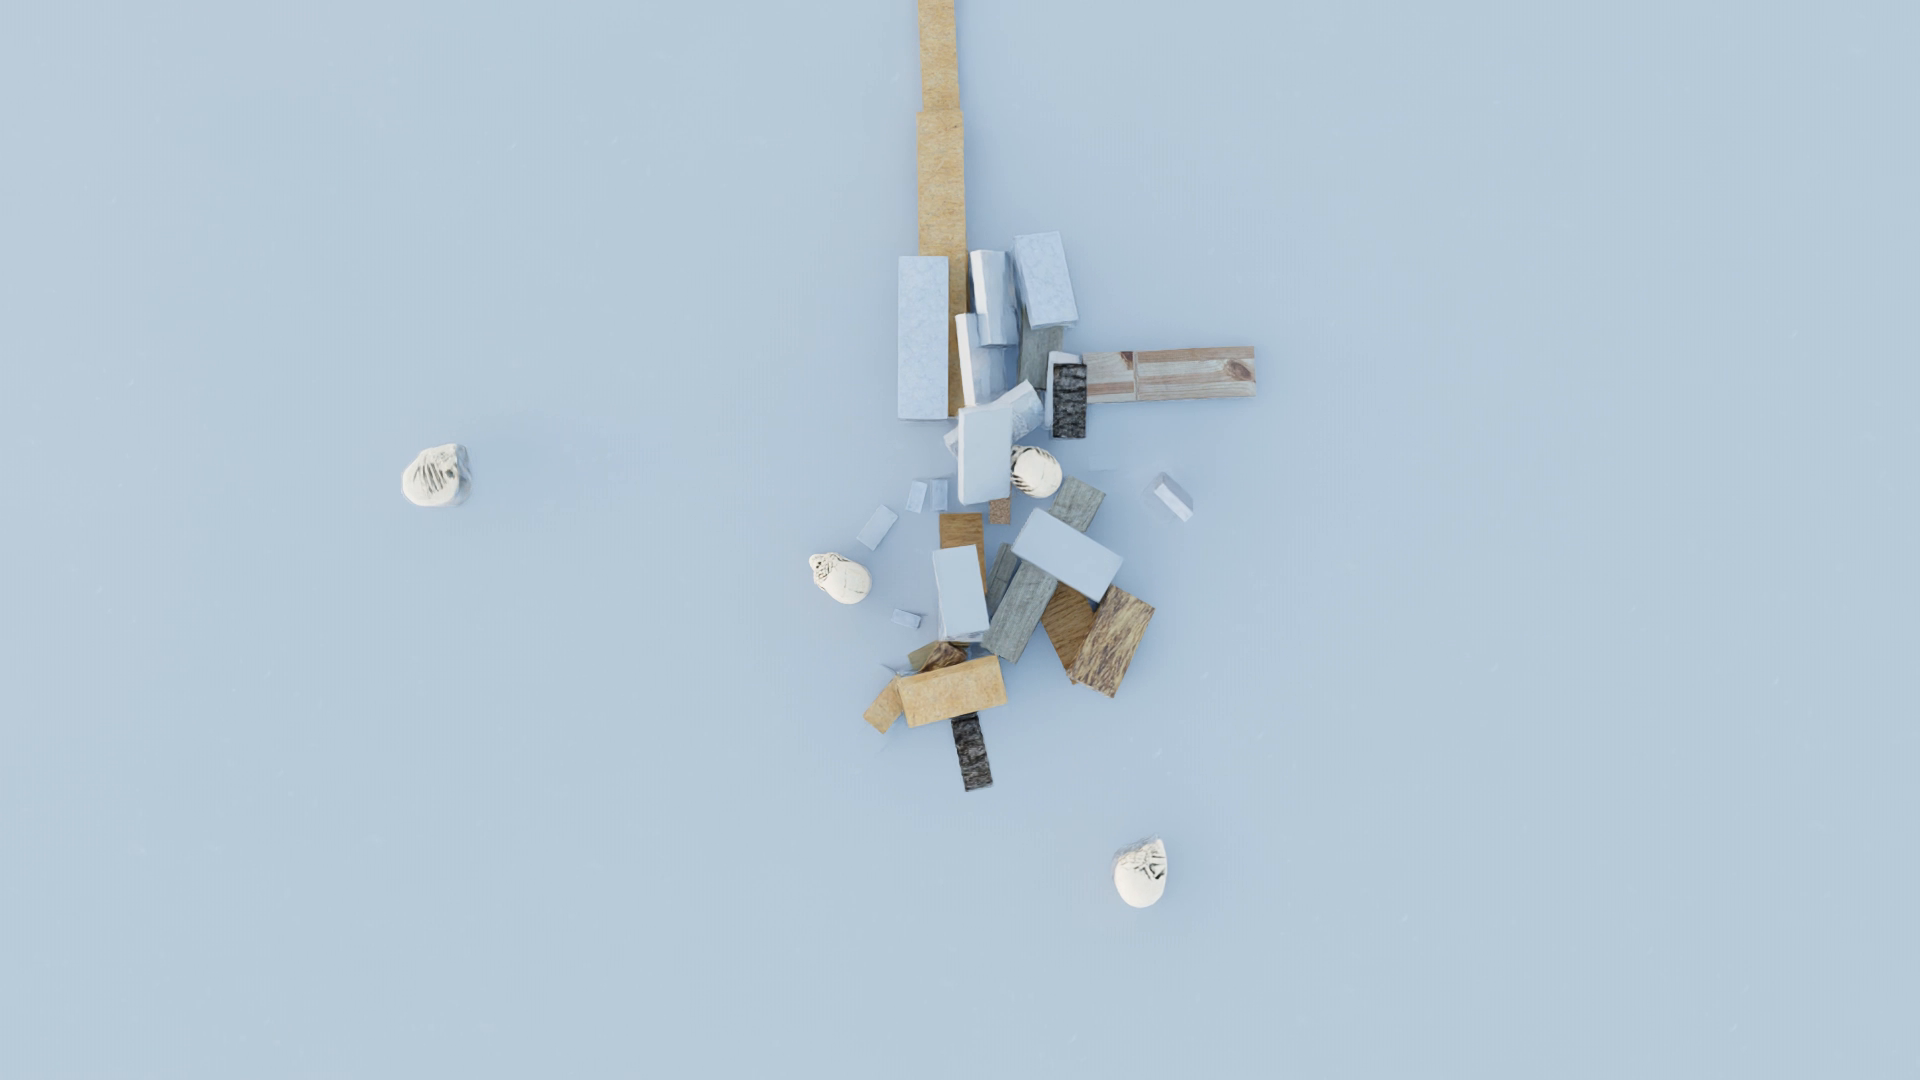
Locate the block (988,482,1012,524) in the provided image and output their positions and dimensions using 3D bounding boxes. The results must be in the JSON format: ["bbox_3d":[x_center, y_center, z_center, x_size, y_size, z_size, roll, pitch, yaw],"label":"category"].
[{"bbox_3d":[0.134,-0.124,5.490,0.071,0.020,0.142,2,90,0],"label":"block"}]

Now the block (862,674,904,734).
[{"bbox_3d":[-0.230,0.543,5.459,0.092,0.026,0.184,39,84,0],"label":"block"}]

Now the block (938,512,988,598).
[{"bbox_3d":[0.009,0.051,5.428,0.141,0.040,0.282,-2,70,-5],"label":"block"}]

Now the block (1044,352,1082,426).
[{"bbox_3d":[0.341,-0.493,5.447,0.121,0.034,0.243,4,90,-42],"label":"block"}]

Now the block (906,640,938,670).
[{"bbox_3d":[-0.112,0.383,5.492,0.117,0.017,0.059,-25,90,0],"label":"block"}]

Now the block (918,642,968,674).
[{"bbox_3d":[-0.071,0.429,5.422,0.099,0.028,0.199,31,105,-10],"label":"block"}]

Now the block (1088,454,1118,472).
[{"bbox_3d":[0.477,-0.256,5.493,0.099,0.014,0.050,-3,90,0],"label":"block"}]

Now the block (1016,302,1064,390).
[{"bbox_3d":[0.268,-0.640,5.462,0.139,0.039,0.277,4,90,-15],"label":"block"}]

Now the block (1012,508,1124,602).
[{"bbox_3d":[0.352,0.050,5.397,0.329,0.047,0.165,31,85,0],"label":"block"}]

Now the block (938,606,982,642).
[{"bbox_3d":[0.003,0.196,5.419,0.141,0.040,0.282,2,65,-3],"label":"block"}]

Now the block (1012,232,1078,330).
[{"bbox_3d":[0.281,-0.856,5.435,0.154,0.044,0.308,-9,81,-16],"label":"block"}]

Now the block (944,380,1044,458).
[{"bbox_3d":[0.120,-0.371,5.407,0.329,0.165,0.047,-34,50,0],"label":"block"}]

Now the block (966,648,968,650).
[{"bbox_3d":[-0.029,0.388,5.469,0.099,0.028,0.199,6,90,0],"label":"block"}]

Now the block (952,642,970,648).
[{"bbox_3d":[-0.019,0.254,5.450,0.099,0.028,0.199,1,76,-1],"label":"block"}]

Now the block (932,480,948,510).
[{"bbox_3d":[-0.067,-0.149,5.493,0.051,0.014,0.102,1,90,0],"label":"block"}]

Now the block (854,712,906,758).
[{"bbox_3d":[-0.259,0.621,5.487,0.092,0.026,0.184,39,90,0],"label":"block"}]

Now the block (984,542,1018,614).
[{"bbox_3d":[0.129,0.126,5.490,0.071,0.020,0.237,21,90,0],"label":"block"}]

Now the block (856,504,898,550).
[{"bbox_3d":[-0.275,-0.042,5.490,0.071,0.020,0.142,36,90,0],"label":"block"}]

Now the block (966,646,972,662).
[{"bbox_3d":[0.005,0.370,5.492,0.058,0.017,0.117,-8,90,0],"label":"block"}]

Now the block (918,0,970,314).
[{"bbox_3d":[-0.050,-1.221,5.483,0.122,0.034,1.287,-3,90,0],"label":"block"}]

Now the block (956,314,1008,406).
[{"bbox_3d":[0.074,-0.579,5.426,0.046,0.162,0.325,-6,90,44],"label":"block"}]

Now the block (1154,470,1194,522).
[{"bbox_3d":[0.695,-0.143,5.358,0.139,0.277,0.039,44,103,-2],"label":"block"}]

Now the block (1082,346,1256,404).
[{"bbox_3d":[0.693,-0.548,5.477,0.568,0.047,0.165,-2,90,0],"label":"block"}]

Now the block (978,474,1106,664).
[{"bbox_3d":[0.272,0.097,5.442,0.139,0.039,0.638,27,85,7],"label":"block"}]

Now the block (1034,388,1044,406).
[{"bbox_3d":[0.240,-0.492,5.493,0.050,0.014,0.099,-15,90,0],"label":"block"}]

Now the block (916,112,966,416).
[{"bbox_3d":[-0.058,-0.909,5.444,0.154,0.044,1.000,-1,90,0],"label":"block"}]

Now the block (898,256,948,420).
[{"bbox_3d":[-0.121,-0.661,5.399,0.162,0.046,0.530,0,90,0],"label":"block"}]

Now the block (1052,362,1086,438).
[{"bbox_3d":[0.360,-0.457,5.420,0.121,0.034,0.243,-3,94,-42],"label":"block"}]

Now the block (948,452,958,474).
[{"bbox_3d":[-0.003,-0.268,5.493,0.051,0.014,0.102,15,90,0],"label":"block"}]

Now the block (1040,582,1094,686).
[{"bbox_3d":[0.375,0.293,5.476,0.167,0.047,0.334,-26,90,0],"label":"block"}]

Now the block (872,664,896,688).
[{"bbox_3d":[-0.230,0.468,5.492,0.117,0.017,0.059,31,90,0],"label":"block"}]

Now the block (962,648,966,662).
[{"bbox_3d":[0.000,0.406,5.448,0.046,0.013,0.092,-4,89,0],"label":"block"}]

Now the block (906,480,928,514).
[{"bbox_3d":[-0.144,-0.144,5.493,0.051,0.014,0.102,14,90,0],"label":"block"}]

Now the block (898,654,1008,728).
[{"bbox_3d":[-0.024,0.495,5.398,0.334,0.047,0.167,-14,121,-2],"label":"block"}]

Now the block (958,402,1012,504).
[{"bbox_3d":[0.081,-0.282,5.359,0.162,0.046,0.325,-9,120,-16],"label":"block"}]

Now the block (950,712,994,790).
[{"bbox_3d":[0.031,0.664,5.404,0.092,0.026,0.318,-13,58,-1],"label":"block"}]

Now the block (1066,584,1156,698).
[{"bbox_3d":[0.497,0.335,5.430,0.167,0.047,0.334,29,78,-9],"label":"block"}]

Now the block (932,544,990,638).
[{"bbox_3d":[0.003,0.165,5.344,0.141,0.040,0.282,-8,77,-6],"label":"block"}]

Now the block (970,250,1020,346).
[{"bbox_3d":[0.118,-0.794,5.428,0.044,0.154,0.308,-7,90,42],"label":"block"}]

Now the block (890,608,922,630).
[{"bbox_3d":[-0.180,0.263,5.493,0.092,0.013,0.046,19,90,0],"label":"block"}]
